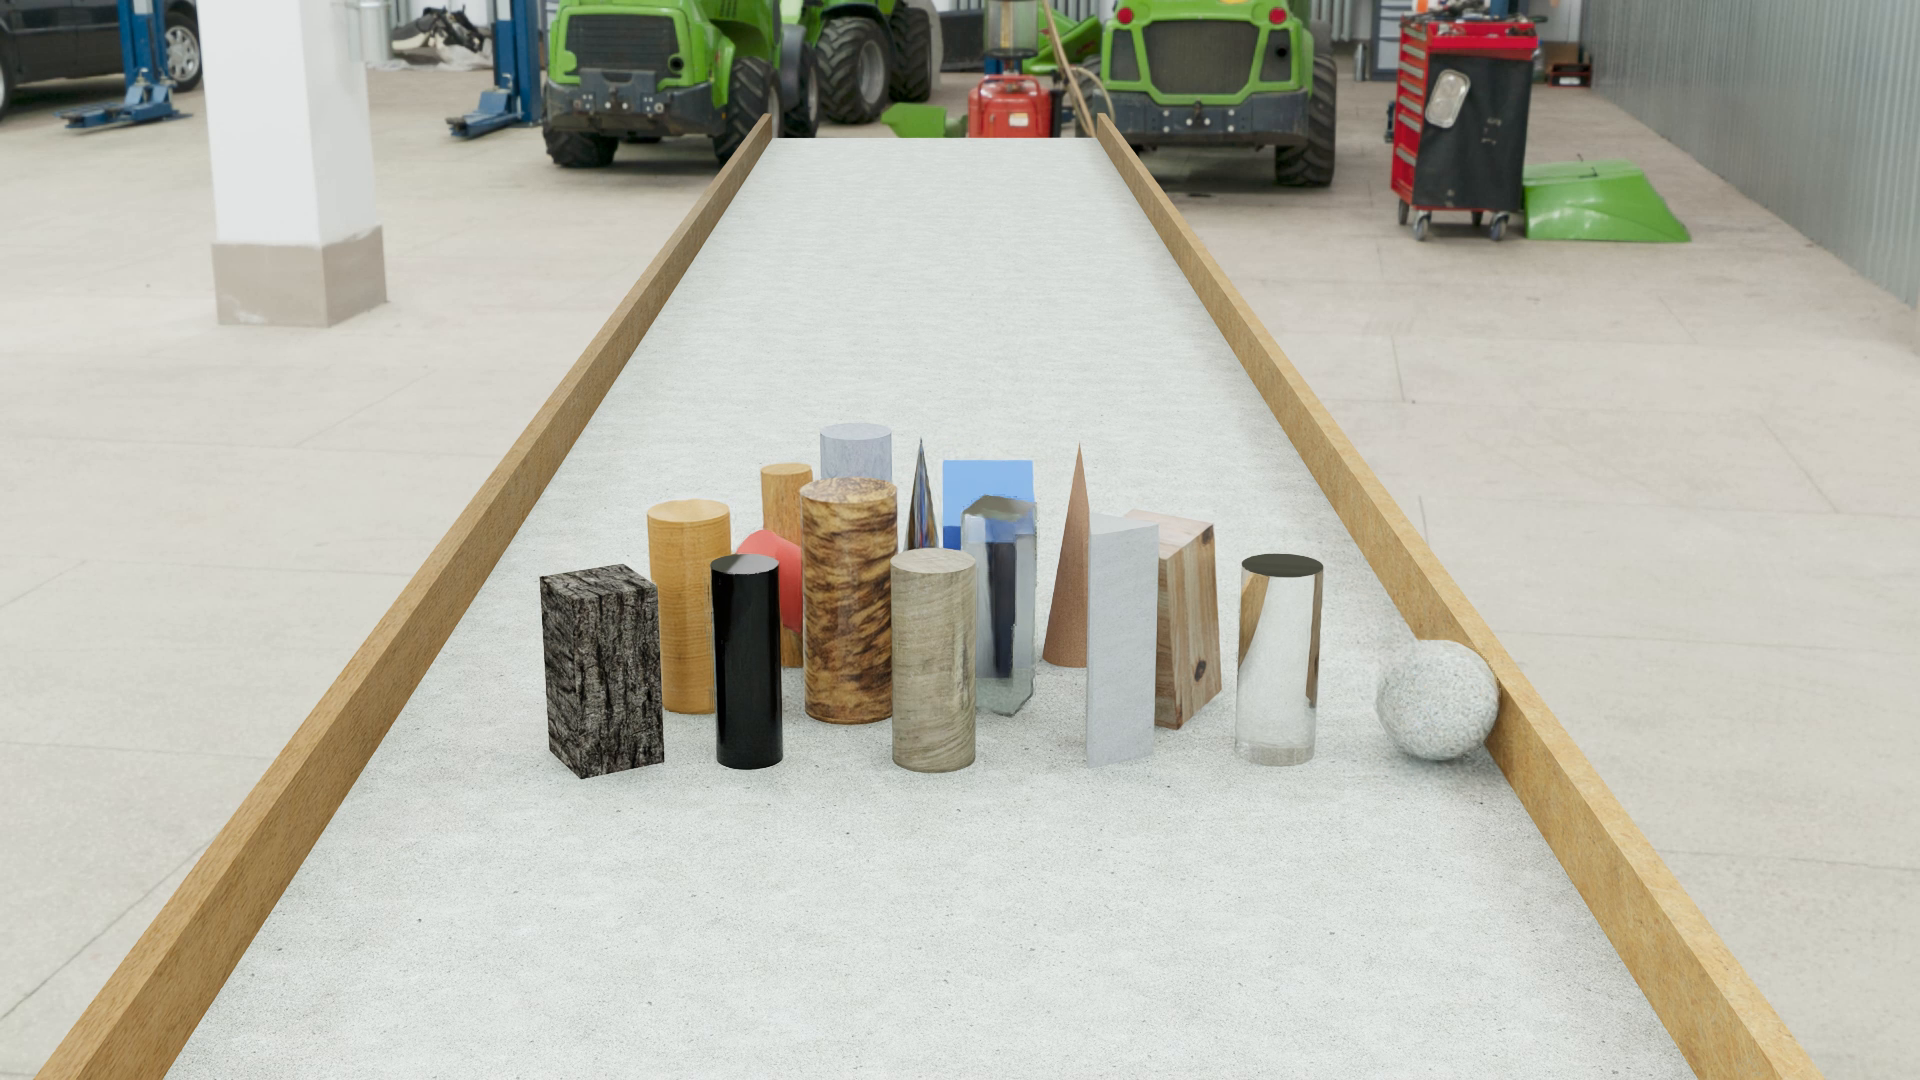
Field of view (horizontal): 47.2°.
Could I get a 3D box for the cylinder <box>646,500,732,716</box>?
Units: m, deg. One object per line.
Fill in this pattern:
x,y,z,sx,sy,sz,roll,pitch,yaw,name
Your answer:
-0.502,0.126,4.139,0.154,0.377,0.154,-1,17,0,cylinder

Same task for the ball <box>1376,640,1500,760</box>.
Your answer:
0.843,0.282,3.885,0.214,0.214,0.214,0,17,0,ball

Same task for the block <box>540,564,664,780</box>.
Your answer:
-0.631,0.229,3.882,0.157,0.327,0.157,-9,19,-29,block

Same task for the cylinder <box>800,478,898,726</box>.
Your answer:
-0.204,0.112,4.098,0.180,0.428,0.180,0,17,0,cylinder

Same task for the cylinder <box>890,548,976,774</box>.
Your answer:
-0.047,0.212,3.870,0.149,0.367,0.149,0,17,0,cylinder

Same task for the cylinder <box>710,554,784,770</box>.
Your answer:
-0.375,0.214,3.873,0.119,0.361,0.119,0,17,0,cylinder

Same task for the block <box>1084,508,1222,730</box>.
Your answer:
0.362,0.146,4.088,0.172,0.347,0.172,12,29,34,block

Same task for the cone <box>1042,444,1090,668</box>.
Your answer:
0.235,0.020,4.374,0.137,0.448,0.137,0,17,0,cone

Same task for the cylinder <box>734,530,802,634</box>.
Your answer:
-0.272,0.119,4.271,0.350,0.150,0.150,30,-2,-35,cylinder

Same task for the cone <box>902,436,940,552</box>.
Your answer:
-0.085,-0.068,4.862,0.107,0.338,0.107,0,17,0,cone

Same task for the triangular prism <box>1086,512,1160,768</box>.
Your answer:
0.259,0.172,3.895,0.136,0.429,0.117,-9,19,-27,triangular prism

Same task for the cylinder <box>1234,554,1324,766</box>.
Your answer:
0.565,0.212,3.899,0.143,0.350,0.143,0,17,0,cylinder

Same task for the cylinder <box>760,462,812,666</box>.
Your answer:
-0.335,0.049,4.369,0.101,0.391,0.101,-2,15,0,cylinder

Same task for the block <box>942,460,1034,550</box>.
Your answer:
0.052,0.044,4.322,0.173,0.397,0.173,0,48,-1,block

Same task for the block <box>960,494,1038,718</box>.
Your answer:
0.071,0.124,4.101,0.108,0.393,0.108,10,24,22,block

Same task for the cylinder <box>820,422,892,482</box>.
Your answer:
-0.217,-0.033,4.632,0.149,0.403,0.149,0,17,0,cylinder

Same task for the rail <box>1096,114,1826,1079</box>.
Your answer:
0.932,-0.844,7.801,0.050,0.150,12.000,0,17,-1,rail

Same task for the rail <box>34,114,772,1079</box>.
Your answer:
-1.118,-0.838,7.780,0.050,0.150,12.000,0,17,-1,rail
